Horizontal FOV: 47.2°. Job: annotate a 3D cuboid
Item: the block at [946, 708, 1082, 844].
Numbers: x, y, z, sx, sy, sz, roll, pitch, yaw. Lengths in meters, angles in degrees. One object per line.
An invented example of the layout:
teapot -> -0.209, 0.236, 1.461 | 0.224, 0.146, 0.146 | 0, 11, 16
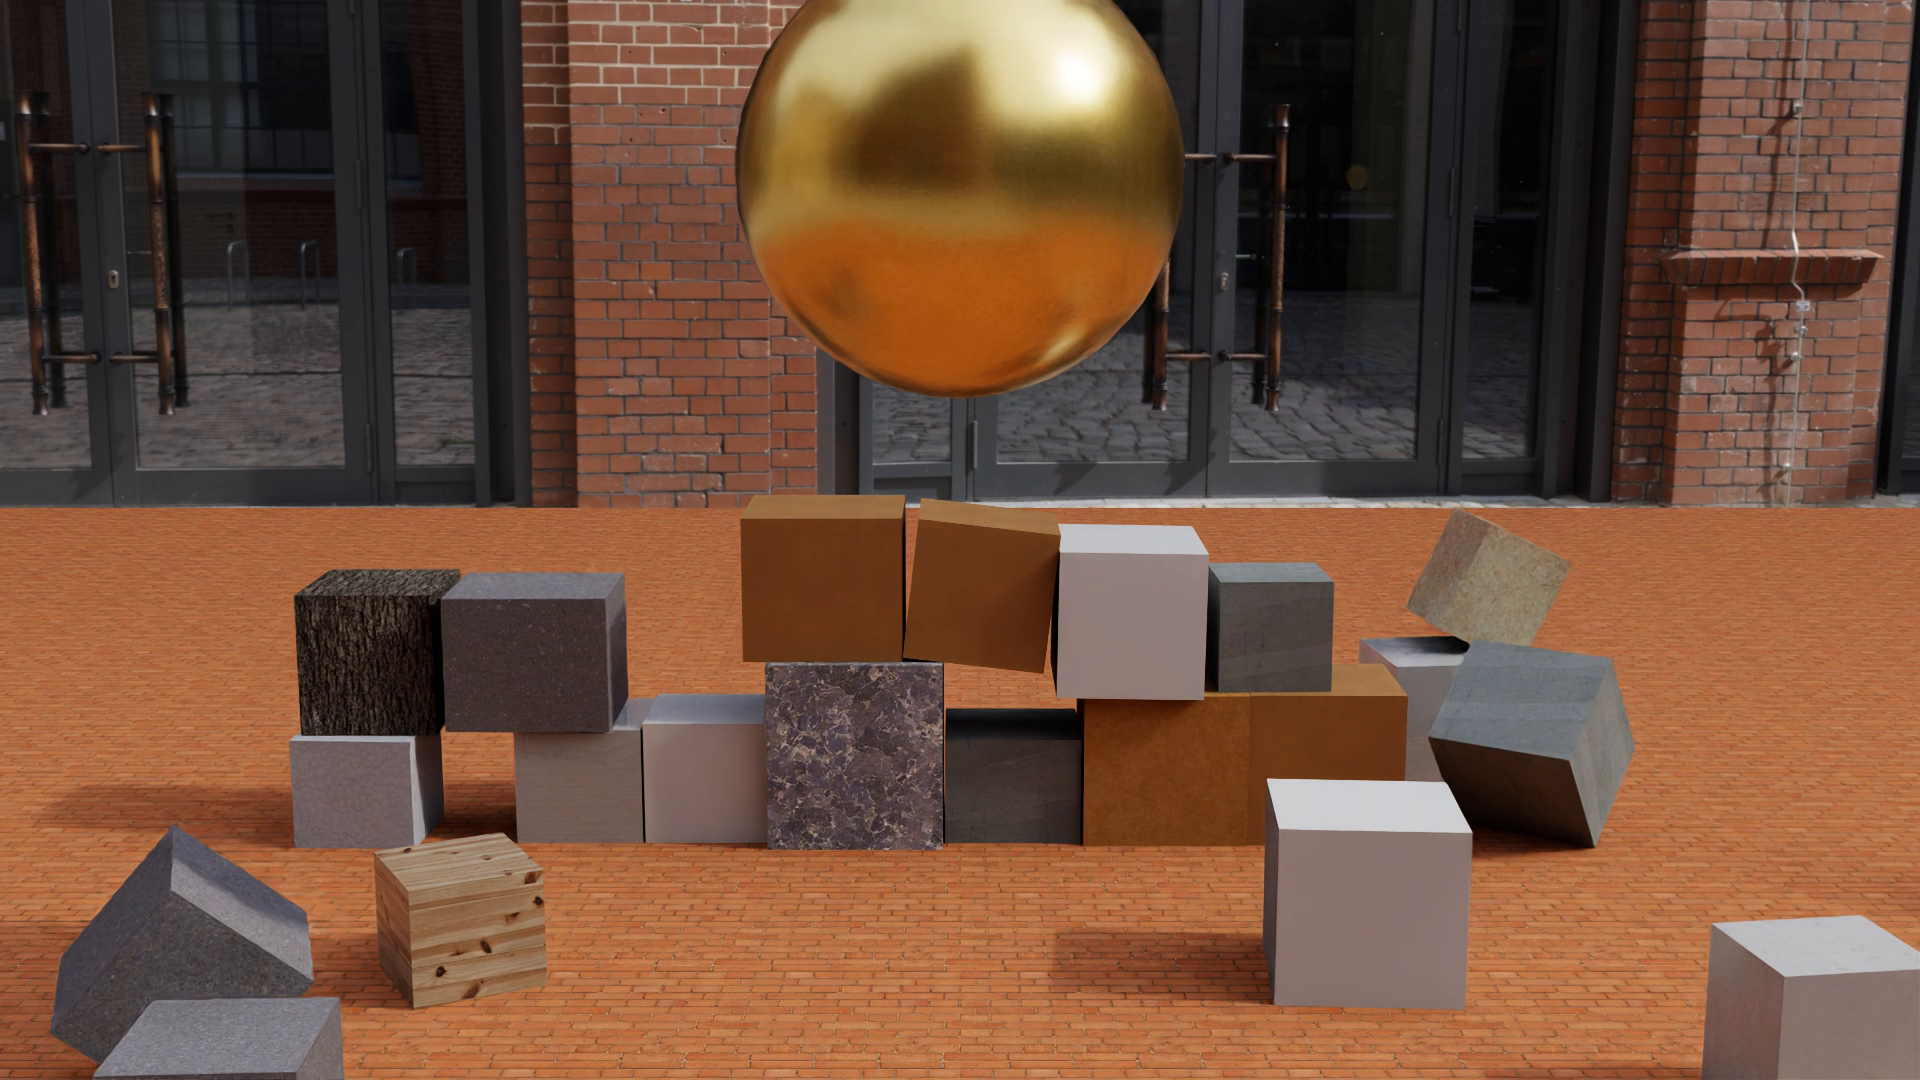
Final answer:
block -> 0.267, 1.213, 11.388 | 0.684, 0.539, 0.629 | 0, 10, 0

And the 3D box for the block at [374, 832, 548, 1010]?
block -> -2.121, 1.603, 9.322 | 0.564, 0.511, 0.575 | -6, 12, -28

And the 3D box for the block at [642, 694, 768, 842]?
block -> -1.282, 1.173, 11.373 | 0.619, 0.623, 0.604 | 0, 10, 0

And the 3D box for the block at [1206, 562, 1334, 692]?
block -> 1.571, 0.440, 11.222 | 0.566, 0.564, 0.512 | 0, 10, -1

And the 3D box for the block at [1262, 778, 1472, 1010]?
block -> 1.703, 1.483, 9.299 | 0.774, 0.755, 0.714 | 1, 10, 4

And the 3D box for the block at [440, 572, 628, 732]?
block -> -2.164, 0.564, 11.260 | 0.815, 0.680, 0.688 | 0, 10, -1

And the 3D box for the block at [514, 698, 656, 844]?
block -> -1.922, 1.186, 11.394 | 0.636, 0.591, 0.647 | 0, 10, 0

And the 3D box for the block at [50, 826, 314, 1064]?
block -> -2.879, 1.595, 8.166 | 0.620, 0.657, 0.665 | 41, -2, -23

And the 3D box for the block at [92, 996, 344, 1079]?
block -> -2.474, 1.929, 7.417 | 0.644, 0.551, 0.632 | -1, 10, -3

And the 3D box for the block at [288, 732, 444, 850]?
block -> -3.028, 1.226, 11.263 | 0.607, 0.558, 0.556 | 0, 10, 2

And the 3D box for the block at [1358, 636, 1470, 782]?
block -> 2.653, 0.955, 12.436 | 0.623, 0.672, 0.702 | -1, 10, -6

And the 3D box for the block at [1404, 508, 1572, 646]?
block -> 3.003, 0.260, 12.526 | 0.542, 0.649, 0.561 | 24, 7, -11

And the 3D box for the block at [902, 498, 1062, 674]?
block -> 0.106, 0.222, 11.189 | 0.705, 0.702, 0.677 | 7, 10, -1

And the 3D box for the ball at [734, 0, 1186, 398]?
ball -> 0.000, -1.308, 7.832 | 1.600, 1.600, 1.600 | 0, 10, 0

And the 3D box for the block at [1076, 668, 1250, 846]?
block -> 1.034, 1.094, 11.380 | 0.826, 0.776, 0.749 | 0, 10, 0

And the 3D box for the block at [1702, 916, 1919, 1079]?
block -> 3.105, 1.777, 7.958 | 0.595, 0.657, 0.533 | -1, 10, -8

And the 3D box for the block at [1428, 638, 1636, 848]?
block -> 2.922, 1.031, 11.212 | 0.734, 0.702, 0.664 | 7, 50, 35

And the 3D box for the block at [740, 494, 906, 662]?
block -> -0.681, 0.185, 11.216 | 0.793, 0.724, 0.737 | 0, 10, 0

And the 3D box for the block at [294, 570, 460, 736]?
block -> -2.971, 0.568, 11.313 | 0.677, 0.719, 0.678 | 0, 10, 0

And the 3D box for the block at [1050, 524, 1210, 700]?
block -> 0.847, 0.354, 11.198 | 0.728, 0.734, 0.804 | 1, 10, 0

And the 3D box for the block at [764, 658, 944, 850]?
block -> -0.524, 1.007, 11.373 | 0.877, 0.949, 0.889 | 0, 10, 0

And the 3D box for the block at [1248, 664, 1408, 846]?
block -> 1.843, 1.097, 11.357 | 0.781, 0.778, 0.687 | 0, 10, 1
